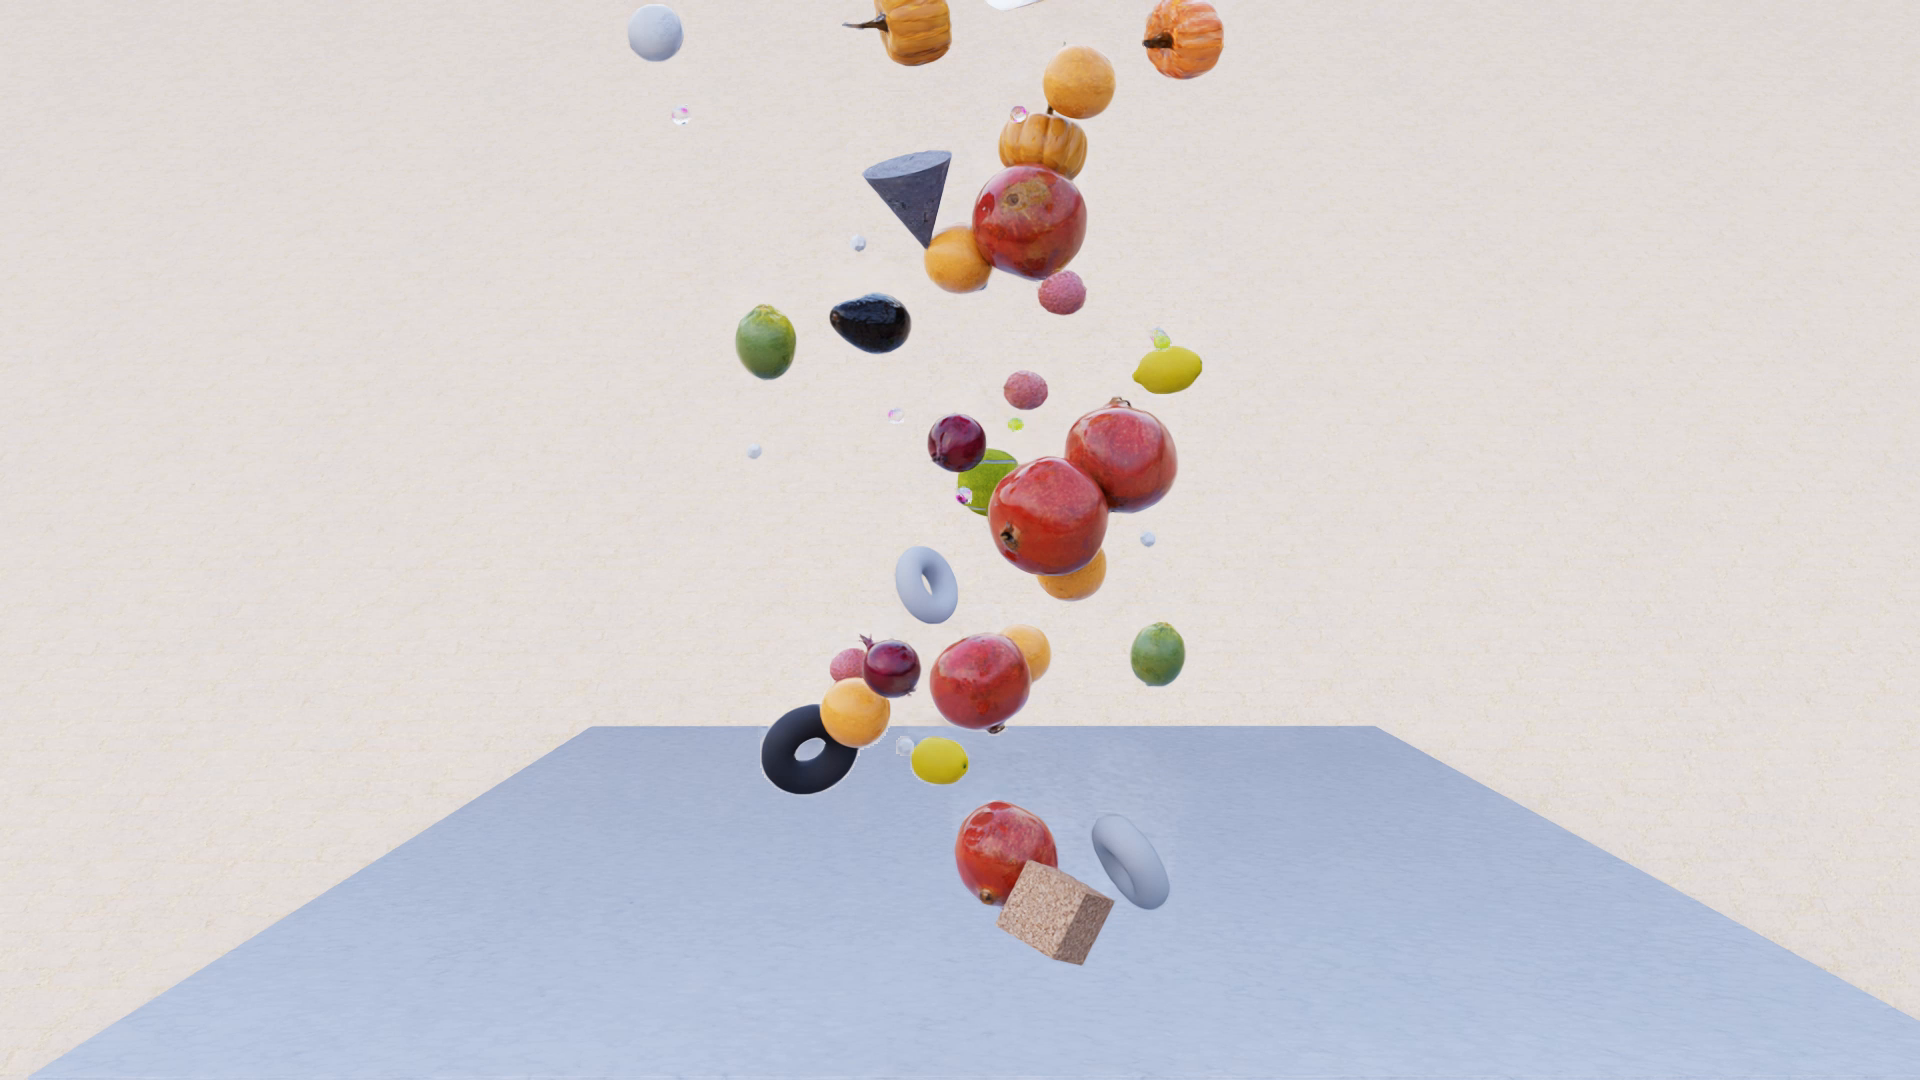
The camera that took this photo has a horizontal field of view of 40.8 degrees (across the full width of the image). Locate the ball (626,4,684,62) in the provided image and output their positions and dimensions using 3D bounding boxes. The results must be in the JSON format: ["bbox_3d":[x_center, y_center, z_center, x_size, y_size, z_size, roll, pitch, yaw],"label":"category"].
[{"bbox_3d":[-0.268,-0.447,2.279,0.051,0.051,0.051,0,27,0],"label":"ball"}]

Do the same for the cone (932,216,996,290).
[{"bbox_3d":[0.018,-0.313,2.717,0.071,0.071,0.071,29,24,-14],"label":"cone"}]

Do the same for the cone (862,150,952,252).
[{"bbox_3d":[-0.042,-0.331,2.577,0.092,0.092,0.092,-12,20,5],"label":"cone"}]

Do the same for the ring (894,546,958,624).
[{"bbox_3d":[-0.038,0.052,2.984,0.031,0.094,0.094,-24,12,35],"label":"ring"}]

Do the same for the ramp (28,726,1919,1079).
[{"bbox_3d":[0.062,0.557,4.594,2.000,0.100,4.000,0,1,0],"label":"ramp"}]

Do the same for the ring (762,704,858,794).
[{"bbox_3d":[-0.161,0.224,2.764,0.108,0.108,0.036,-10,32,-18],"label":"ring"}]

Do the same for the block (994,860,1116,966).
[{"bbox_3d":[0.099,0.390,2.698,0.076,0.076,0.076,27,0,30],"label":"block"}]

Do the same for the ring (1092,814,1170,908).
[{"bbox_3d":[0.185,0.348,2.795,0.038,0.115,0.115,-32,37,-15],"label":"ring"}]
